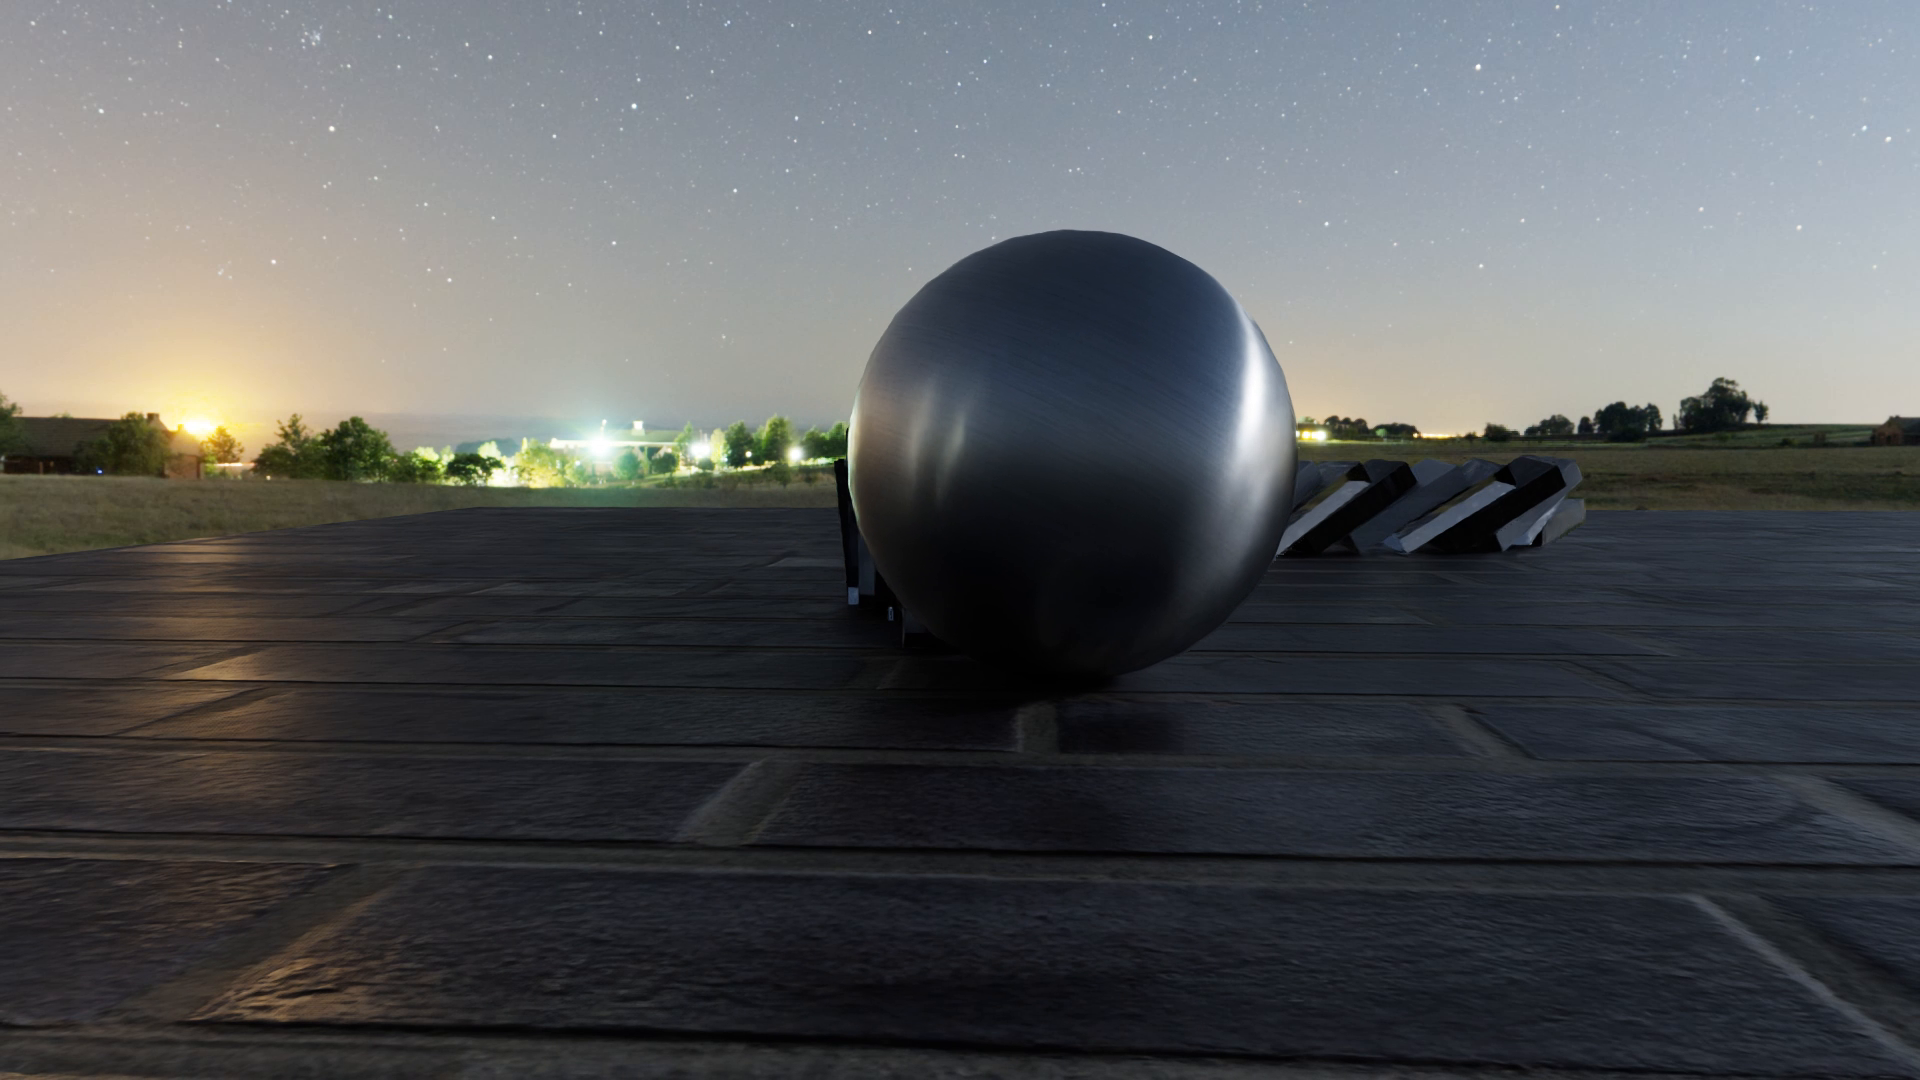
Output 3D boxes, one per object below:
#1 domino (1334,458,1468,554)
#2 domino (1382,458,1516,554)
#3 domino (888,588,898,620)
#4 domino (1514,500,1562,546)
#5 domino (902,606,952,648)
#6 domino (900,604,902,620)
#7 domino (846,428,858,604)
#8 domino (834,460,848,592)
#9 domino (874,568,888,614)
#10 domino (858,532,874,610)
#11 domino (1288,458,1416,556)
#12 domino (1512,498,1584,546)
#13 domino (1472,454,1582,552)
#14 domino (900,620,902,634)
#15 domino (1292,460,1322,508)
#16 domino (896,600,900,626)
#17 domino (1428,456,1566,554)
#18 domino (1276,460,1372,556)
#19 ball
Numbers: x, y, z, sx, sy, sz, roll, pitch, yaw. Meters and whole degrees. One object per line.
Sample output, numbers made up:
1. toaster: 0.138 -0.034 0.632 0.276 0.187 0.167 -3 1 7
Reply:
1. domino: 0.171 -0.014 0.505 0.050 0.009 0.025 -32 13 -2
2. domino: 0.190 -0.014 0.506 0.050 0.010 0.025 -32 13 0
3. domino: -0.006 -0.006 0.316 0.025 0.050 0.010 0 -23 -5
4. domino: 0.236 -0.016 0.540 0.025 0.010 0.050 5 35 45
5. domino: 0.000 -0.002 0.274 0.025 0.050 0.009 0 -23 -5
6. domino: -0.001 -0.003 0.284 0.025 0.050 0.010 0 -23 -5
7. domino: -0.018 -0.007 0.350 0.025 0.050 0.010 -1 -30 -5
8. domino: -0.022 -0.005 0.369 0.025 0.010 0.050 -5 42 -7
9. domino: -0.009 -0.006 0.326 0.025 0.050 0.009 0 -23 -5
10. domino: -0.014 -0.007 0.338 0.025 0.050 0.010 0 -25 -5
11. domino: 0.152 -0.014 0.505 0.050 0.010 0.025 -35 13 -8
12. domino: 0.249 -0.008 0.556 0.025 0.010 0.050 4 17 44
13. domino: 0.224 -0.015 0.519 0.050 0.010 0.025 -38 22 -16
14. domino: -0.001 -0.004 0.295 0.025 0.050 0.010 0 -23 -5
15. domino: 0.115 -0.013 0.499 0.050 0.009 0.025 -39 20 -20
16. domino: -0.003 -0.005 0.306 0.025 0.050 0.010 0 -23 -5
17. domino: 0.209 -0.014 0.506 0.050 0.009 0.025 -32 14 -1
18. domino: 0.134 -0.013 0.503 0.050 0.009 0.025 -36 13 -12
19. ball: 0.020 -0.015 0.231 0.080 0.080 0.080 0 4 0
